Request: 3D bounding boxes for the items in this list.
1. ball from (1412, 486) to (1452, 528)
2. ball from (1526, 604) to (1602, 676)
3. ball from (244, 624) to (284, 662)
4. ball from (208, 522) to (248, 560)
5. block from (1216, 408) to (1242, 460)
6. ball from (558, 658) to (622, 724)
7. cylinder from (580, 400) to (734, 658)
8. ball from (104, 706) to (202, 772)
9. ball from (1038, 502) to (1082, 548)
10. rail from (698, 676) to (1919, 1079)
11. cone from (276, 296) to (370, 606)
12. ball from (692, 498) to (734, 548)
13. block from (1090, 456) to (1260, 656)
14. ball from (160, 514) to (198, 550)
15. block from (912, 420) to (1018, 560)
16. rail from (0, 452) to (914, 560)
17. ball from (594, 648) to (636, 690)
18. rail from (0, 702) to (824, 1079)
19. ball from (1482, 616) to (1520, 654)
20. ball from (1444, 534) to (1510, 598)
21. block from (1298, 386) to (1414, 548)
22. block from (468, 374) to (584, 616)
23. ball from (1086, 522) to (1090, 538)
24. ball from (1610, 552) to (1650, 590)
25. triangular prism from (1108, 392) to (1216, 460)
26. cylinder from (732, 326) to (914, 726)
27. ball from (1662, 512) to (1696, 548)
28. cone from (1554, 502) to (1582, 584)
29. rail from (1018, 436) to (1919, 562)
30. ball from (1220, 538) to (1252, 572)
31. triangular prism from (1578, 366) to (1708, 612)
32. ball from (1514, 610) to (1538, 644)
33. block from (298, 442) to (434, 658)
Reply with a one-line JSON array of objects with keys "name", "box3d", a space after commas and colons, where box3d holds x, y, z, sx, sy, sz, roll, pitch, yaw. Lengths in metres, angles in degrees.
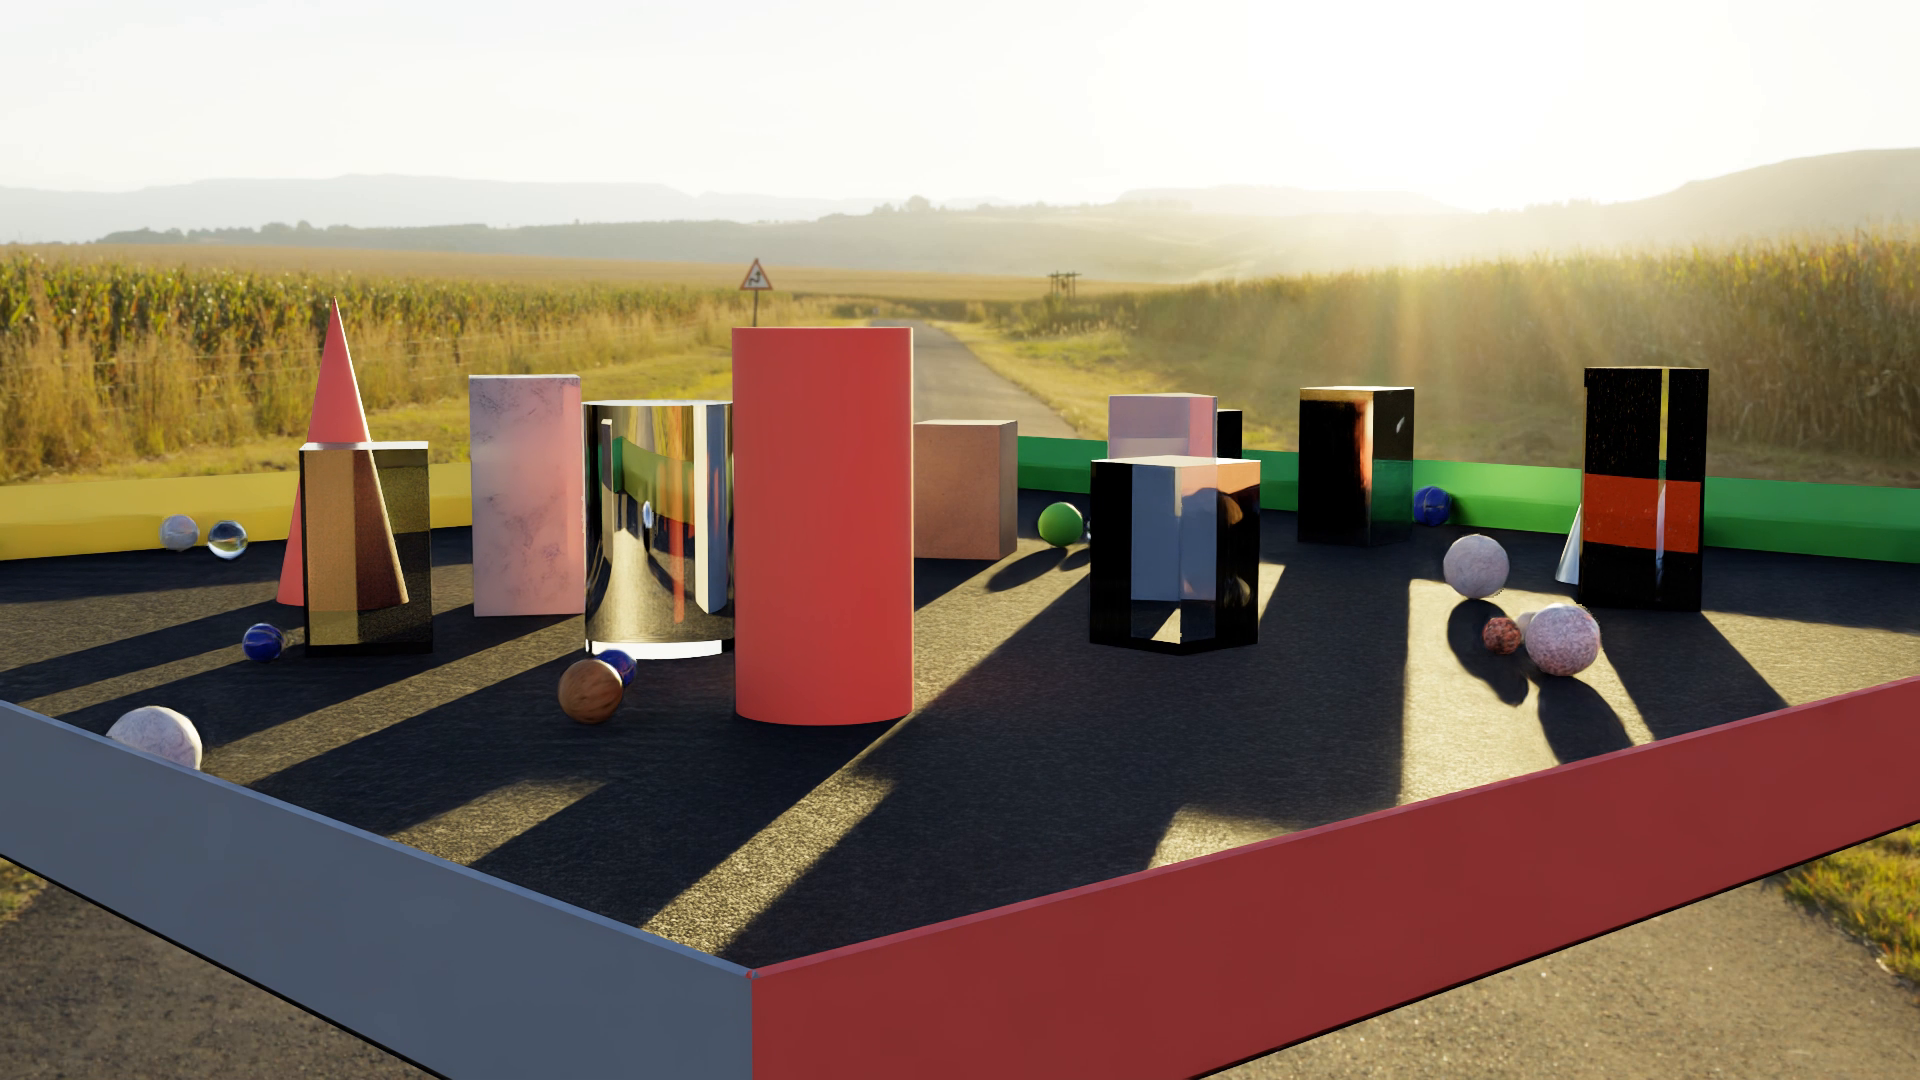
[{"name": "ball", "box3d": [0.975, -0.069, 4.546, 0.085, 0.085, 0.085, 0, 6, 0]}, {"name": "ball", "box3d": [0.738, 0.122, 2.689, 0.089, 0.089, 0.089, 0, 6, 0]}, {"name": "ball", "box3d": [-0.886, 0.131, 2.797, 0.049, 0.049, 0.049, 0, 6, 0]}, {"name": "ball", "box3d": [-1.318, 0.000, 3.958, 0.068, 0.068, 0.068, 0, 6, 0]}, {"name": "block", "box3d": [0.415, -0.114, 4.131, 0.160, 0.260, 0.160, -4, 7, -37]}, {"name": "ball", "box3d": [-0.400, 0.164, 2.382, 0.070, 0.070, 0.070, 0, 6, 0]}, {"name": "cylinder", "box3d": [-0.397, -0.019, 2.909, 0.200, 0.325, 0.200, 0, 6, 0]}, {"name": "ball", "box3d": [-0.736, 0.195, 2.005, 0.086, 0.086, 0.086, 0, 6, 0]}, {"name": "ball", "box3d": [0.190, -0.028, 4.156, 0.084, 0.084, 0.084, 0, 6, 0]}, {"name": "rail", "box3d": [1.080, 0.155, 2.167, 3.254, 0.130, 0.045, -5, 8, -42]}, {"name": "cone", "box3d": [-0.960, -0.144, 3.400, 0.200, 0.470, 0.200, 0, 6, 0]}, {"name": "ball", "box3d": [-0.454, -0.032, 4.134, 0.096, 0.096, 0.096, 0, 6, 0]}, {"name": "block", "box3d": [0.288, 0.016, 2.947, 0.160, 0.246, 0.160, -6, 8, -43]}, {"name": "ball", "box3d": [-1.454, -0.014, 4.096, 0.069, 0.069, 0.069, 0, 6, 0]}, {"name": "block", "box3d": [0.011, -0.095, 4.034, 0.160, 0.243, 0.160, 1, 6, 13]}, {"name": "rail", "box3d": [-1.080, -0.087, 4.496, 3.254, 0.130, 0.045, -5, 8, -42]}, {"name": "ball", "box3d": [-0.406, 0.152, 2.579, 0.052, 0.052, 0.052, 0, 6, 0]}, {"name": "rail", "box3d": [-1.178, 0.146, 2.250, 0.045, 0.130, 3.234, -5, 8, -42]}, {"name": "ball", "box3d": [0.703, 0.124, 2.858, 0.049, 0.049, 0.049, 0, 6, 0]}, {"name": "ball", "box3d": [0.801, 0.042, 3.411, 0.100, 0.100, 0.100, 0, 6, 0]}, {"name": "block", "box3d": [0.767, -0.145, 4.258, 0.160, 0.296, 0.160, 5, 8, 40]}, {"name": "block", "box3d": [-0.650, -0.071, 3.292, 0.160, 0.348, 0.160, -1, 6, -12]}, {"name": "ball", "box3d": [0.270, -0.019, 4.209, 0.056, 0.056, 0.056, 0, 6, 0]}, {"name": "ball", "box3d": [1.069, 0.050, 3.513, 0.061, 0.061, 0.061, 0, 6, 0]}, {"name": "triangular prism", "box3d": [0.340, -0.077, 3.523, 0.173, 0.312, 0.150, 2, 6, 19]}, {"name": "cylinder", "box3d": [-0.152, -0.022, 2.448, 0.200, 0.426, 0.200, 0, 6, 0]}, {"name": "ball", "box3d": [1.357, -0.020, 4.161, 0.067, 0.067, 0.067, 0, 6, 0]}, {"name": "cone", "box3d": [1.091, -0.096, 3.637, 0.200, 0.327, 0.200, 0, 6, 0]}, {"name": "rail", "box3d": [1.178, -0.079, 4.413, 0.045, 0.130, 3.234, -5, 8, -42]}, {"name": "ball", "box3d": [0.474, 0.026, 3.778, 0.055, 0.055, 0.055, 0, 6, 0]}, {"name": "triangular prism", "box3d": [1.043, -0.083, 3.350, 0.173, 0.360, 0.150, 2, 6, 20]}, {"name": "ball", "box3d": [0.764, 0.117, 2.949, 0.045, 0.045, 0.045, 0, 6, 0]}, {"name": "block", "box3d": [-0.785, 0.009, 2.917, 0.160, 0.268, 0.160, -1, 6, -13]}]
